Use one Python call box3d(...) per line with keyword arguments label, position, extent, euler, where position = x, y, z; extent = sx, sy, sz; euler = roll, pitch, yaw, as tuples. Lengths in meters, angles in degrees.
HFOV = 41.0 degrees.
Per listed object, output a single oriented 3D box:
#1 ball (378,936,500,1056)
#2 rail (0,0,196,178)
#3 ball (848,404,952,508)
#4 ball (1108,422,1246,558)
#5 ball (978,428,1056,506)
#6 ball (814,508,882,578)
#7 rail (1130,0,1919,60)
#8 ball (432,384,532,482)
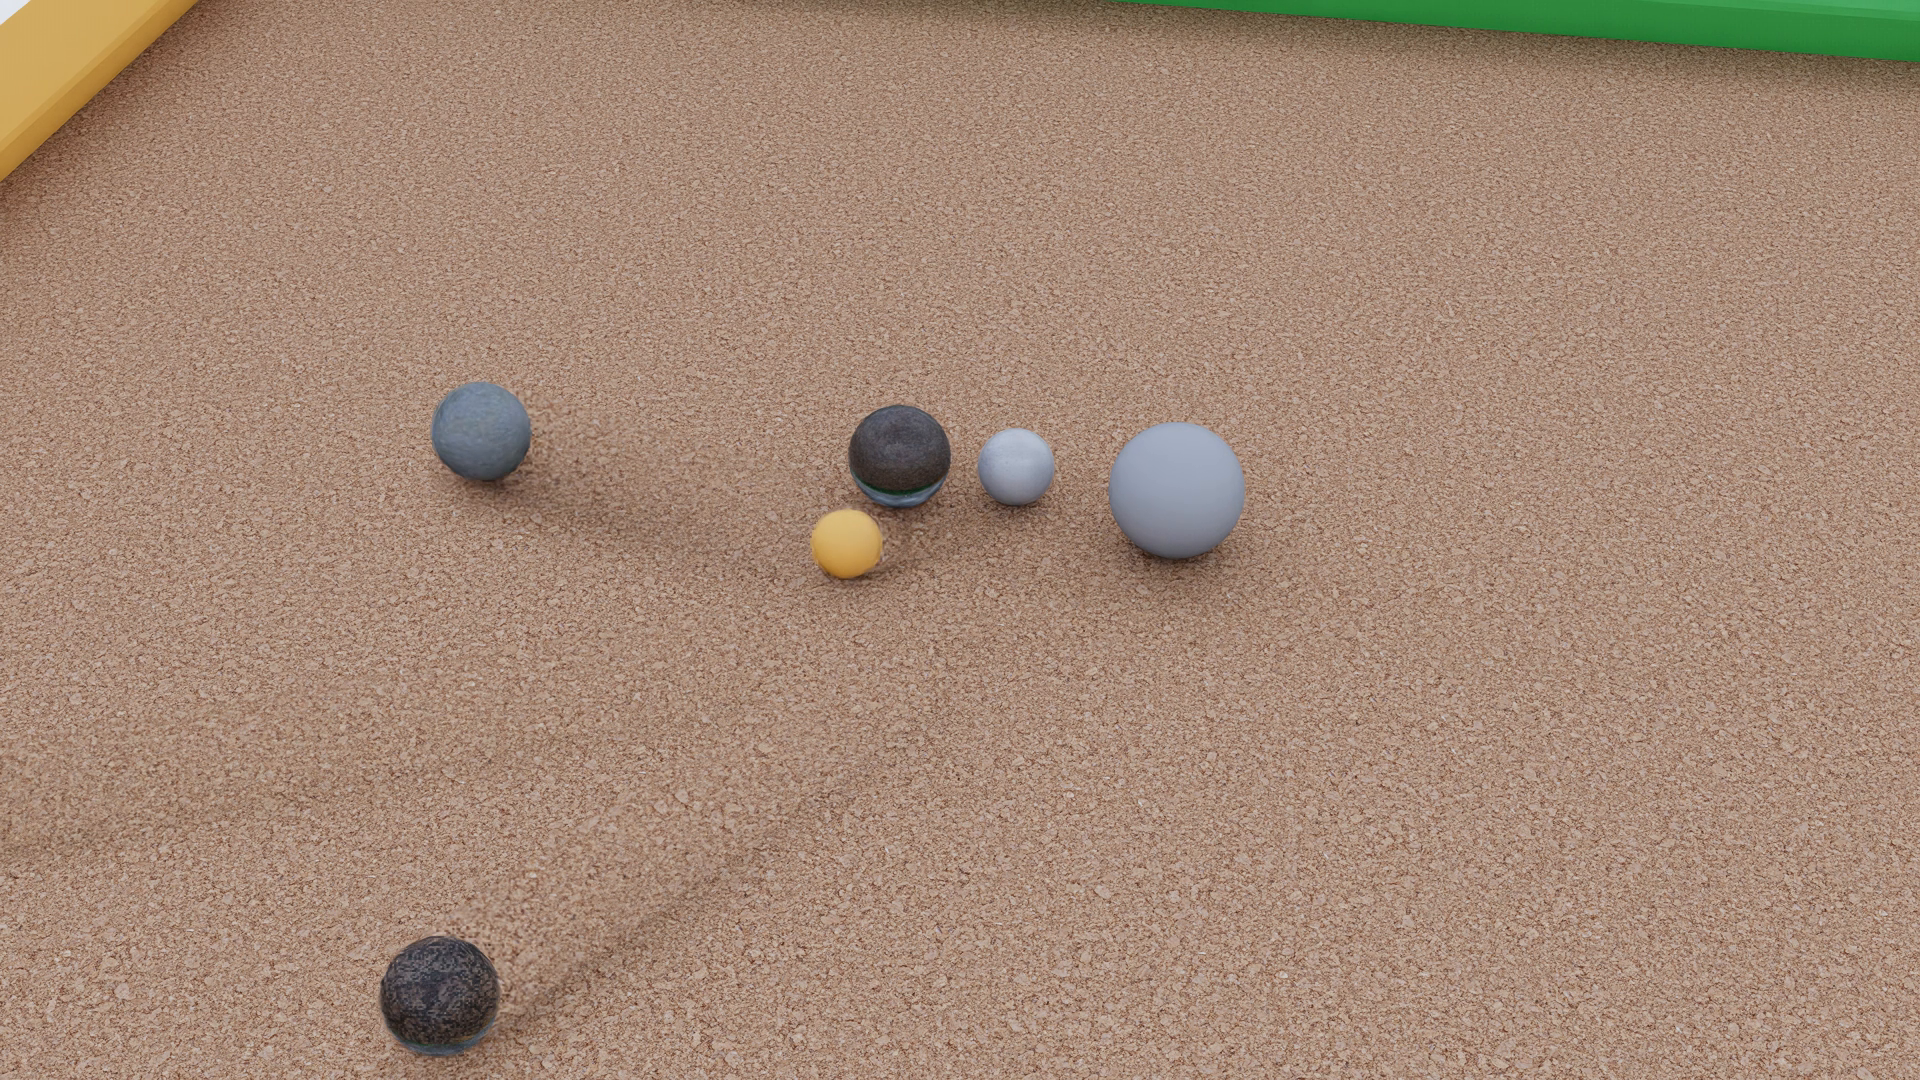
box3d(label="ball", position=(-0.296, 0.259, 1.459), extent=(0.068, 0.068, 0.068), euler=(0, 35, 0))
box3d(label="rail", position=(-0.949, -0.128, 1.960), extent=(0.045, 0.129, 2.124), euler=(6, 35, 9))
box3d(label="ball", position=(-0.045, -0.062, 1.913), extent=(0.077, 0.077, 0.077), euler=(0, 35, 0))
box3d(label="ball", position=(0.157, -0.036, 1.856), extent=(0.099, 0.099, 0.099), euler=(0, 35, 0))
box3d(label="ball", position=(0.042, -0.055, 1.918), extent=(0.058, 0.058, 0.058), euler=(0, 35, 0))
box3d(label="ball", position=(-0.081, 0.002, 1.843), extent=(0.050, 0.050, 0.050), euler=(0, 35, 0))
box3d(label="rail", position=(1.167, -0.501, 2.497), extent=(3.958, 0.129, 0.045), euler=(6, 35, 9))
box3d(label="ball", position=(-0.362, -0.082, 1.943), extent=(0.074, 0.074, 0.074), euler=(0, 35, 0))
